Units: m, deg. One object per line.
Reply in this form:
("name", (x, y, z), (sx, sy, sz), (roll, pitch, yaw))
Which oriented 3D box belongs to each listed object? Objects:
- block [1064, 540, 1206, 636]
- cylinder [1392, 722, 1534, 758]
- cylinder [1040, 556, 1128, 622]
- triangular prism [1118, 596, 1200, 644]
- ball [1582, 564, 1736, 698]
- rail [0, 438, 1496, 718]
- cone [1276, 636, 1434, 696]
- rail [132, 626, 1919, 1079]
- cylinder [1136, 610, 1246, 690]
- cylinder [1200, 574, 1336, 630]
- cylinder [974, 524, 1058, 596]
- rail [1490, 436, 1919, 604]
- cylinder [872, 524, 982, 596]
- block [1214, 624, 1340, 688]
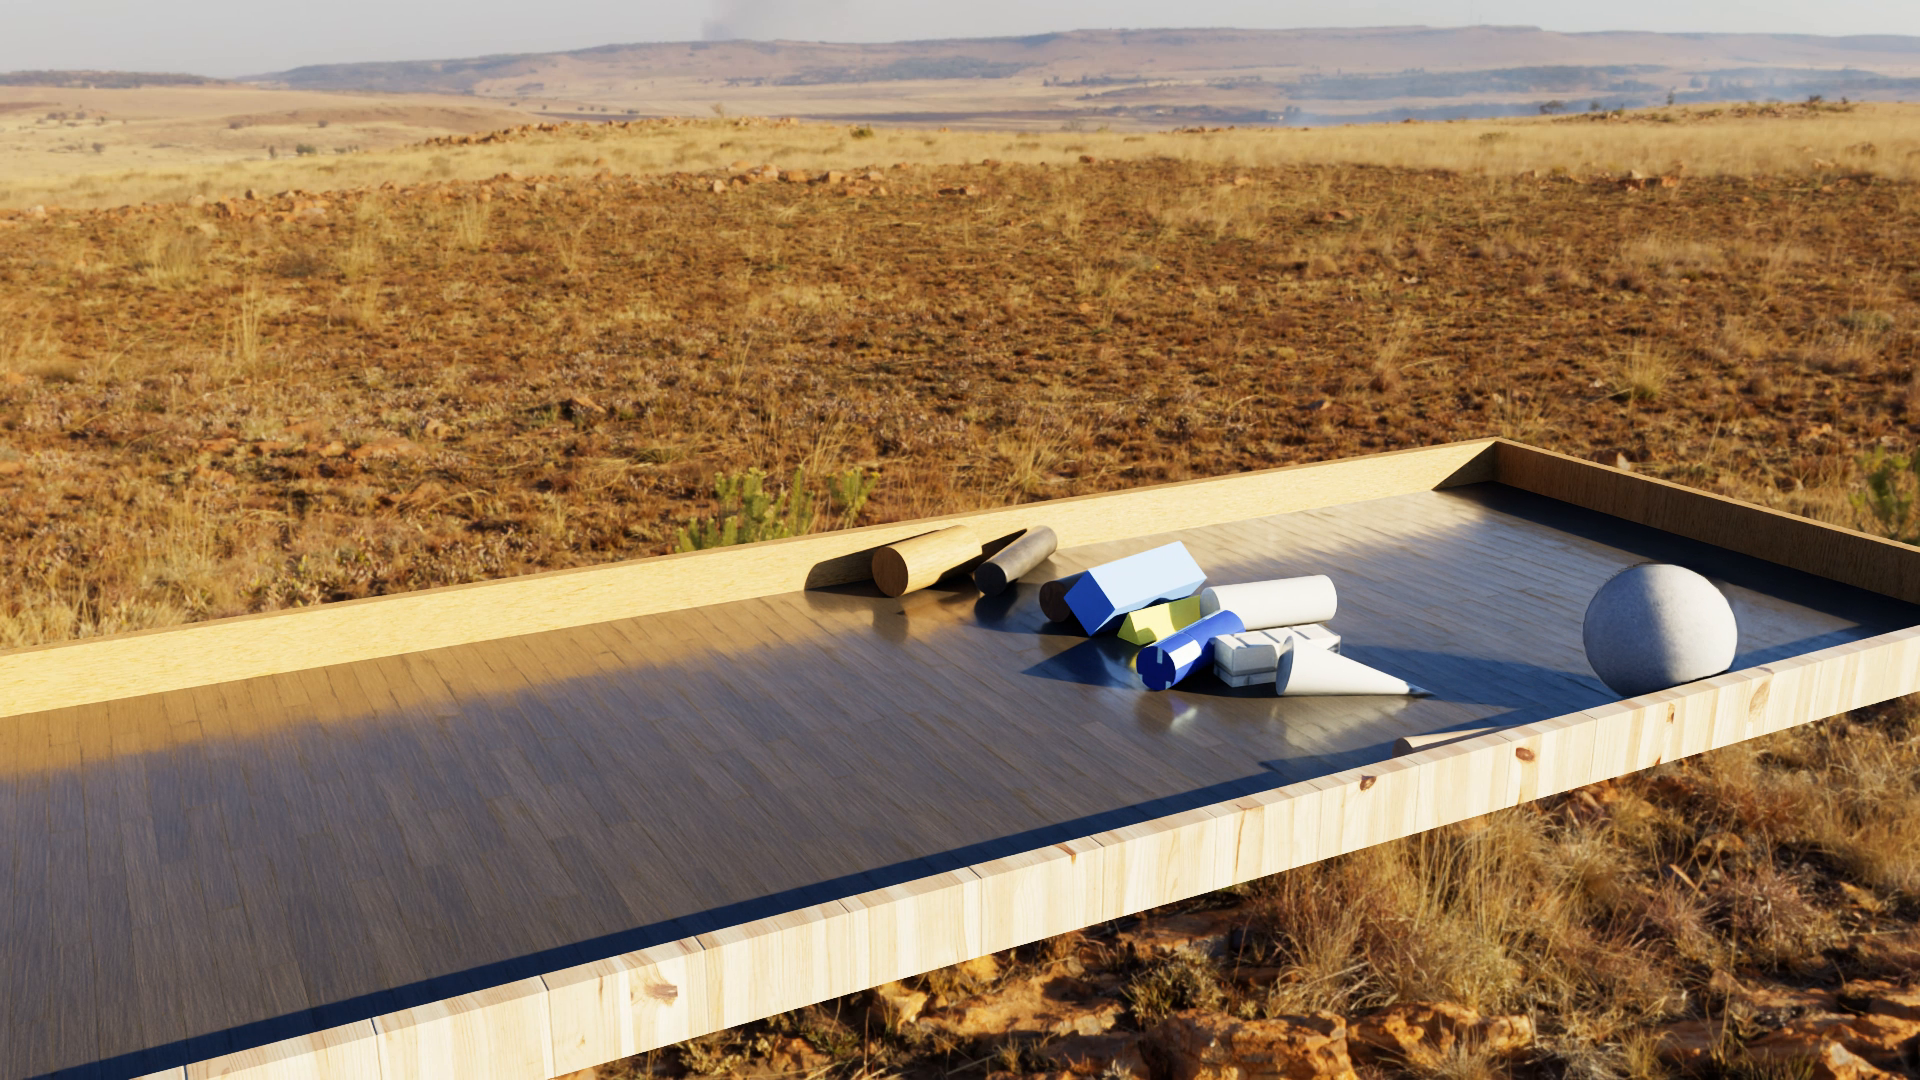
("block", (0.488, 0.132, 4.572), (0.392, 0.133, 0.133), (-15, 63, -42))
("cylinder", (1.144, 0.463, 3.594), (0.391, 0.105, 0.105), (-4, 17, -14))
("cylinder", (0.377, 0.138, 4.676), (0.117, 0.117, 0.324), (16, 23, 43))
("triangular prism", (0.619, 0.198, 4.536), (0.411, 0.078, 0.090), (-12, 20, -34))
("ball", (1.682, 0.228, 3.974), (0.342, 0.342, 0.342), (0, 16, 0))
("rail", (-3.305, 0.497, 3.399), (12.000, 0.150, 0.050), (-9, 18, -27))
("cone", (0.985, 0.344, 4.053), (0.384, 0.150, 0.150), (11, 16, -2))
("rail", (-2.336, 1.006, 1.665), (12.000, 0.150, 0.050), (-9, 18, -27))
("cylinder", (0.592, 0.277, 4.206), (0.115, 0.115, 0.353), (12, 20, 36))
("cylinder", (0.845, 0.176, 4.527), (0.352, 0.128, 0.128), (-5, 17, -18))
("cylinder", (0.174, 0.058, 4.978), (0.102, 0.102, 0.433), (7, 18, 22))
("rail", (2.466, -0.048, 5.253), (0.050, 0.150, 2.100), (-9, 18, -27))
("cylinder", (-0.096, 0.059, 4.887), (0.150, 0.150, 0.316), (14, 22, 40))
("block", (0.804, 0.291, 4.184), (0.300, 0.101, 0.101), (-5, 17, -18))
